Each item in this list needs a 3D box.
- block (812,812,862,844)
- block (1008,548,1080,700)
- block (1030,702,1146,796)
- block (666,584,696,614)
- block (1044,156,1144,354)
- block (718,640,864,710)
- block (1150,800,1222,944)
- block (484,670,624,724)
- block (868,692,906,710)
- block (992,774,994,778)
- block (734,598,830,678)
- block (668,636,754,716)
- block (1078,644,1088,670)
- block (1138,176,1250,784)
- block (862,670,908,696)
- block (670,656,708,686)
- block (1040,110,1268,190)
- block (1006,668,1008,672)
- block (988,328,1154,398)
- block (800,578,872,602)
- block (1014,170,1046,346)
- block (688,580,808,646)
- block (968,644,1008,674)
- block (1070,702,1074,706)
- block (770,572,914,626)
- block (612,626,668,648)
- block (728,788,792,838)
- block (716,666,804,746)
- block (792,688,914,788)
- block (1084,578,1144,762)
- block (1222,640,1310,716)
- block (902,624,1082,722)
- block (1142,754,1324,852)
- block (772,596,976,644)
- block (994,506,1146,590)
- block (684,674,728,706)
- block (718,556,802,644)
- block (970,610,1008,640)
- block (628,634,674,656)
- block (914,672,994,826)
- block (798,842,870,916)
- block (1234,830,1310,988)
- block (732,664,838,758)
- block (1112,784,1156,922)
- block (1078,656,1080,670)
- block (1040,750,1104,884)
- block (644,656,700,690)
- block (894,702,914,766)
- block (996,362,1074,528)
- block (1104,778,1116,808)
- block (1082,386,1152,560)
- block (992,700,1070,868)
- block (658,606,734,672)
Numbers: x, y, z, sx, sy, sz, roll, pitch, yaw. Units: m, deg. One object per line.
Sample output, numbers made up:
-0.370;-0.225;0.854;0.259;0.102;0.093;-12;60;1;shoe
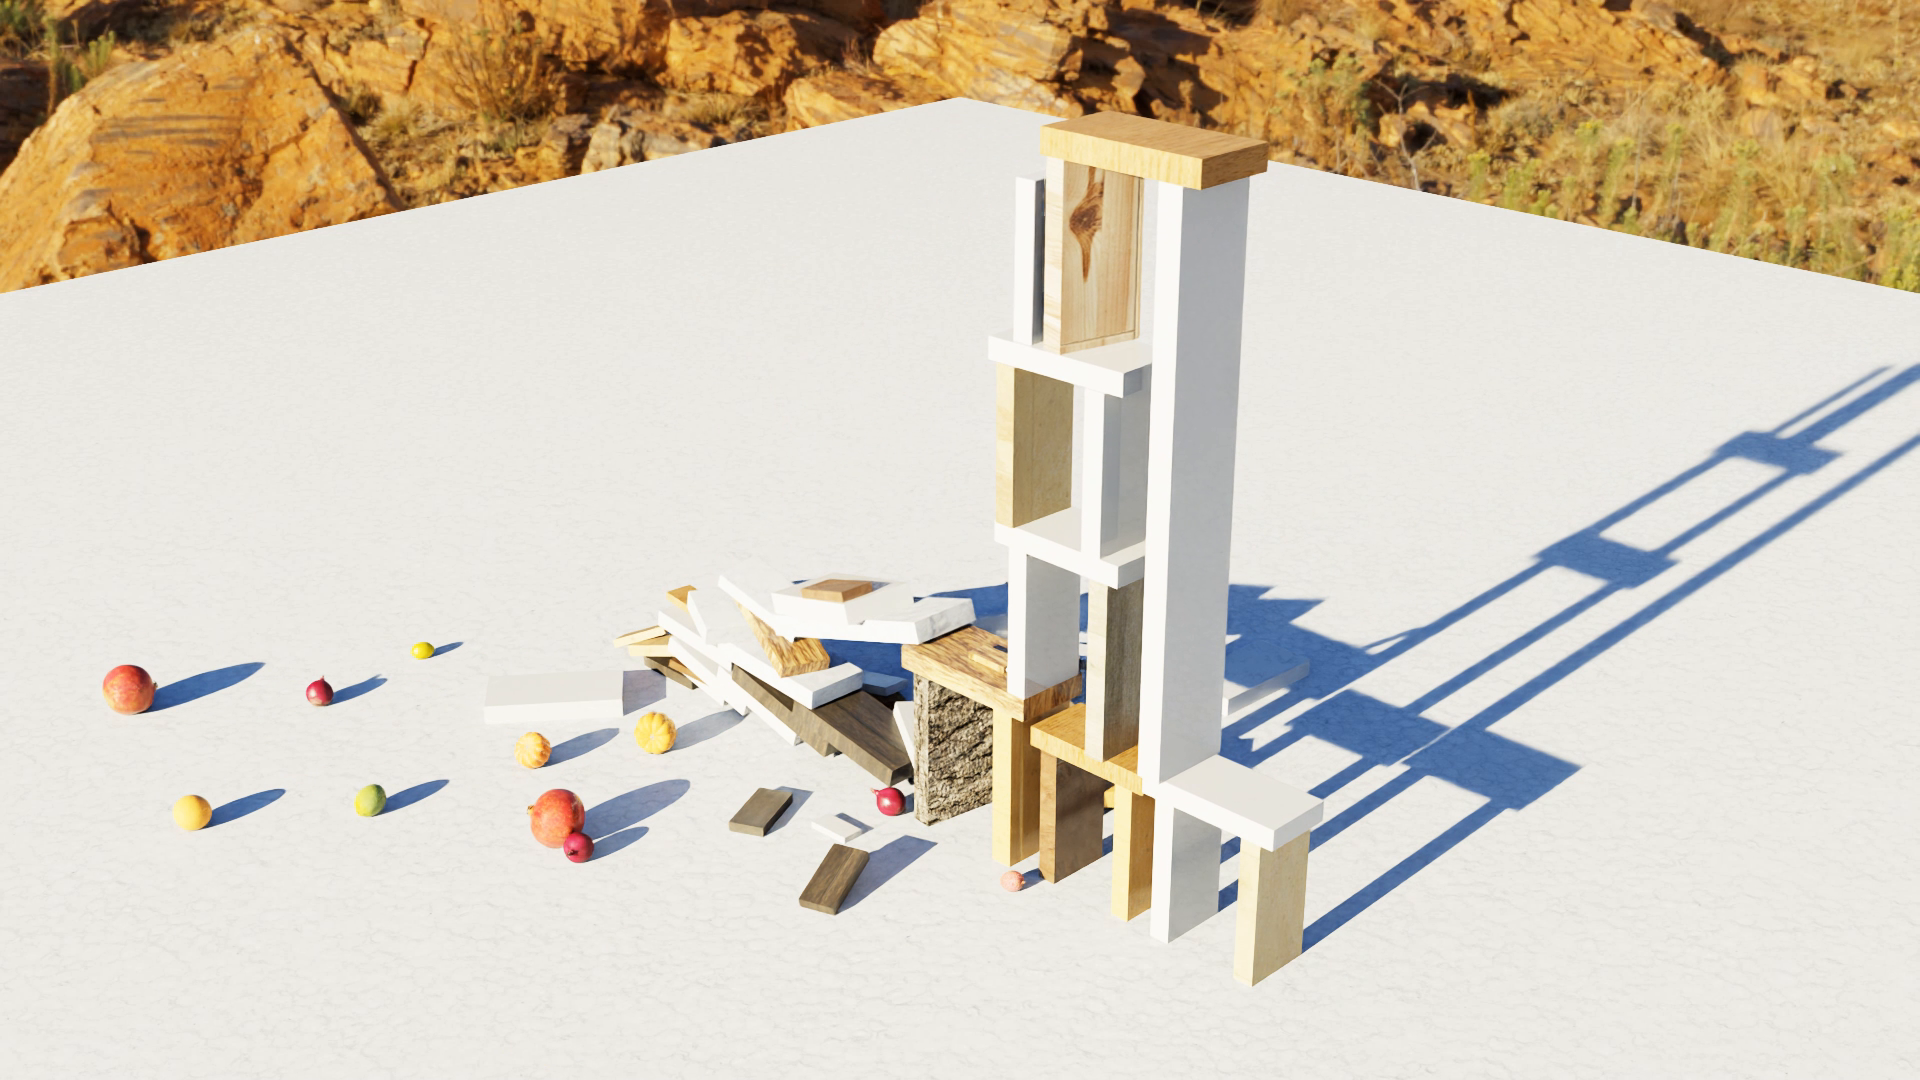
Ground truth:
-0.246;0.575;4.388;0.094;0.013;0.047;20;30;39;block
0.158;0.133;4.103;0.150;0.300;0.042;-21;31;-40;block
0.280;0.387;4.090;0.277;0.039;0.139;21;31;41;block
-0.597;0.143;4.968;0.066;0.019;0.131;-19;35;-40;block
0.231;-0.502;3.777;0.171;0.343;0.049;-14;27;-30;block
-0.368;0.263;4.748;0.299;0.042;0.149;27;33;36;block
0.416;0.579;4.024;0.041;0.291;0.145;21;31;41;block
-0.899;0.347;4.888;0.298;0.042;0.149;-3;23;-6;block
-0.208;0.361;4.883;0.155;0.022;0.077;-10;25;-23;block
0.025;0.467;4.636;0.064;0.018;0.129;-10;25;-23;block
-0.386;0.189;4.734;0.112;0.032;0.257;-10;46;-29;block
-0.519;0.283;4.910;0.257;0.036;0.128;37;39;27;block
0.254;0.267;5.101;0.166;0.023;0.083;5;24;12;block
0.395;-0.092;3.751;0.171;1.077;0.049;-21;31;-40;block
-0.212;0.318;4.942;0.190;0.020;0.071;8;18;40;block
-0.579;0.289;4.932;0.131;0.019;0.066;25;35;17;block
0.315;-0.642;3.606;0.343;0.049;0.171;21;31;40;block
0.124;0.216;4.179;0.047;0.095;0.013;-21;61;-40;block
0.214;-0.322;3.847;0.305;0.043;0.153;20;30;39;block
-0.251;0.102;4.465;0.074;0.021;0.148;-20;13;-35;block
0.160;-0.499;3.835;0.041;0.292;0.146;21;31;39;block
-0.421;0.155;4.842;0.328;0.042;0.149;-5;34;-22;block
0.067;0.229;4.243;0.047;0.013;0.095;-21;31;-40;block
0.233;0.396;4.796;0.083;0.023;0.166;-10;25;-22;block
-0.245;0.120;4.542;0.157;0.044;0.314;-18;13;-30;block
-0.739;0.220;5.143;0.131;0.019;0.066;-16;6;16;block
-0.401;0.549;4.440;0.074;0.021;0.148;8;24;18;block
-0.400;0.341;4.810;0.257;0.036;0.128;37;39;29;block
-0.196;0.402;4.631;0.299;0.042;0.149;32;36;33;block
0.296;0.214;3.988;0.042;0.358;0.150;21;31;41;block
0.643;0.310;4.978;0.292;0.041;0.146;-21;31;-40;block
0.060;0.251;4.267;0.329;0.047;0.164;21;31;40;block
0.482;0.454;3.894;0.291;0.041;0.145;21;31;40;block
-0.182;0.159;4.511;0.157;0.044;0.461;-21;14;-40;block
0.222;0.004;3.970;0.150;0.042;0.300;-21;31;-40;block
-0.554;0.306;4.959;0.089;0.025;0.177;-21;43;-40;block
-0.402;0.126;4.751;0.223;0.032;0.112;36;43;22;block
0.070;0.207;5.179;0.142;0.071;0.020;-8;30;-19;block
-0.674;0.242;5.068;0.177;0.025;0.089;-3;14;44;block
-0.012;0.398;4.403;0.164;0.328;0.047;-17;29;-34;block
-0.238;0.642;4.164;0.074;0.021;0.148;11;43;24;block
0.553;0.633;3.898;0.041;0.291;0.145;21;31;41;block
-0.338;0.344;4.760;0.299;0.042;0.149;37;38;28;block
0.346;0.558;4.092;0.039;0.277;0.139;21;31;41;block
0.104;0.304;4.986;0.314;0.044;0.157;5;23;11;block
0.215;0.507;4.212;0.039;0.277;0.139;21;31;41;block
-0.635;0.291;5.043;0.089;0.025;0.177;-21;31;-40;block
-0.058;0.414;4.582;0.112;0.032;0.223;1;31;-17;block
0.135;-0.187;3.975;0.153;0.305;0.043;-20;30;-39;block
0.322;0.483;4.507;0.369;0.041;0.146;-1;34;-10;block
0.283;-0.133;3.848;0.153;0.305;0.043;-21;31;-40;block
0.138;0.455;4.269;0.047;0.329;0.164;21;31;41;block
-0.543;0.207;4.913;0.128;0.036;0.257;-20;36;-41;block
